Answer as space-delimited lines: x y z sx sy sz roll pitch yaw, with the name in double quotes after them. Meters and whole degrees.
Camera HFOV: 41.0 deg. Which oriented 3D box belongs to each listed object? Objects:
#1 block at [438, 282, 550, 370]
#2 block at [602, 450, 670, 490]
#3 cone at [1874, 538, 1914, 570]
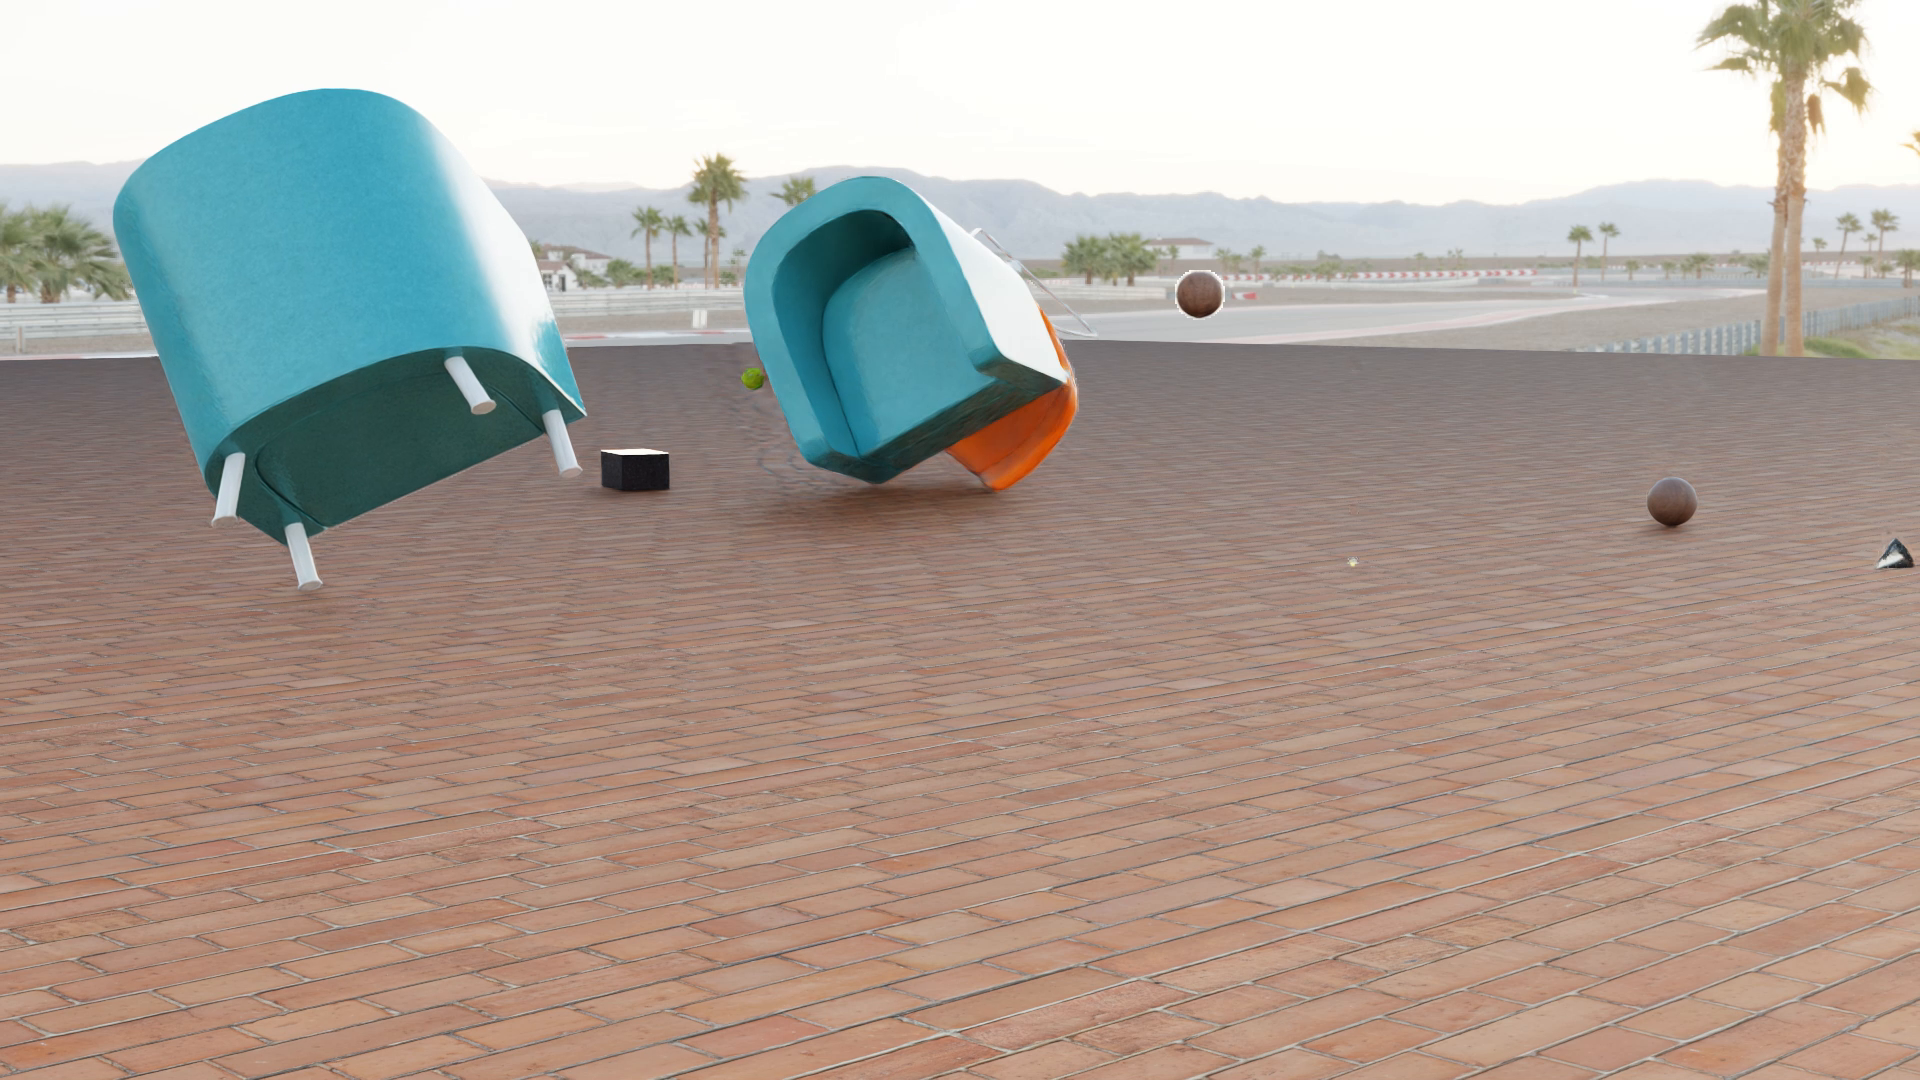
-1.104 -0.506 6.083 0.192 0.132 0.135 8 27 -45 "block"
-1.013 -0.219 7.996 0.153 0.111 0.209 -3 6 -25 "block"
2.086 0.047 5.766 0.080 0.079 0.053 -29 -16 -2 "cone"
